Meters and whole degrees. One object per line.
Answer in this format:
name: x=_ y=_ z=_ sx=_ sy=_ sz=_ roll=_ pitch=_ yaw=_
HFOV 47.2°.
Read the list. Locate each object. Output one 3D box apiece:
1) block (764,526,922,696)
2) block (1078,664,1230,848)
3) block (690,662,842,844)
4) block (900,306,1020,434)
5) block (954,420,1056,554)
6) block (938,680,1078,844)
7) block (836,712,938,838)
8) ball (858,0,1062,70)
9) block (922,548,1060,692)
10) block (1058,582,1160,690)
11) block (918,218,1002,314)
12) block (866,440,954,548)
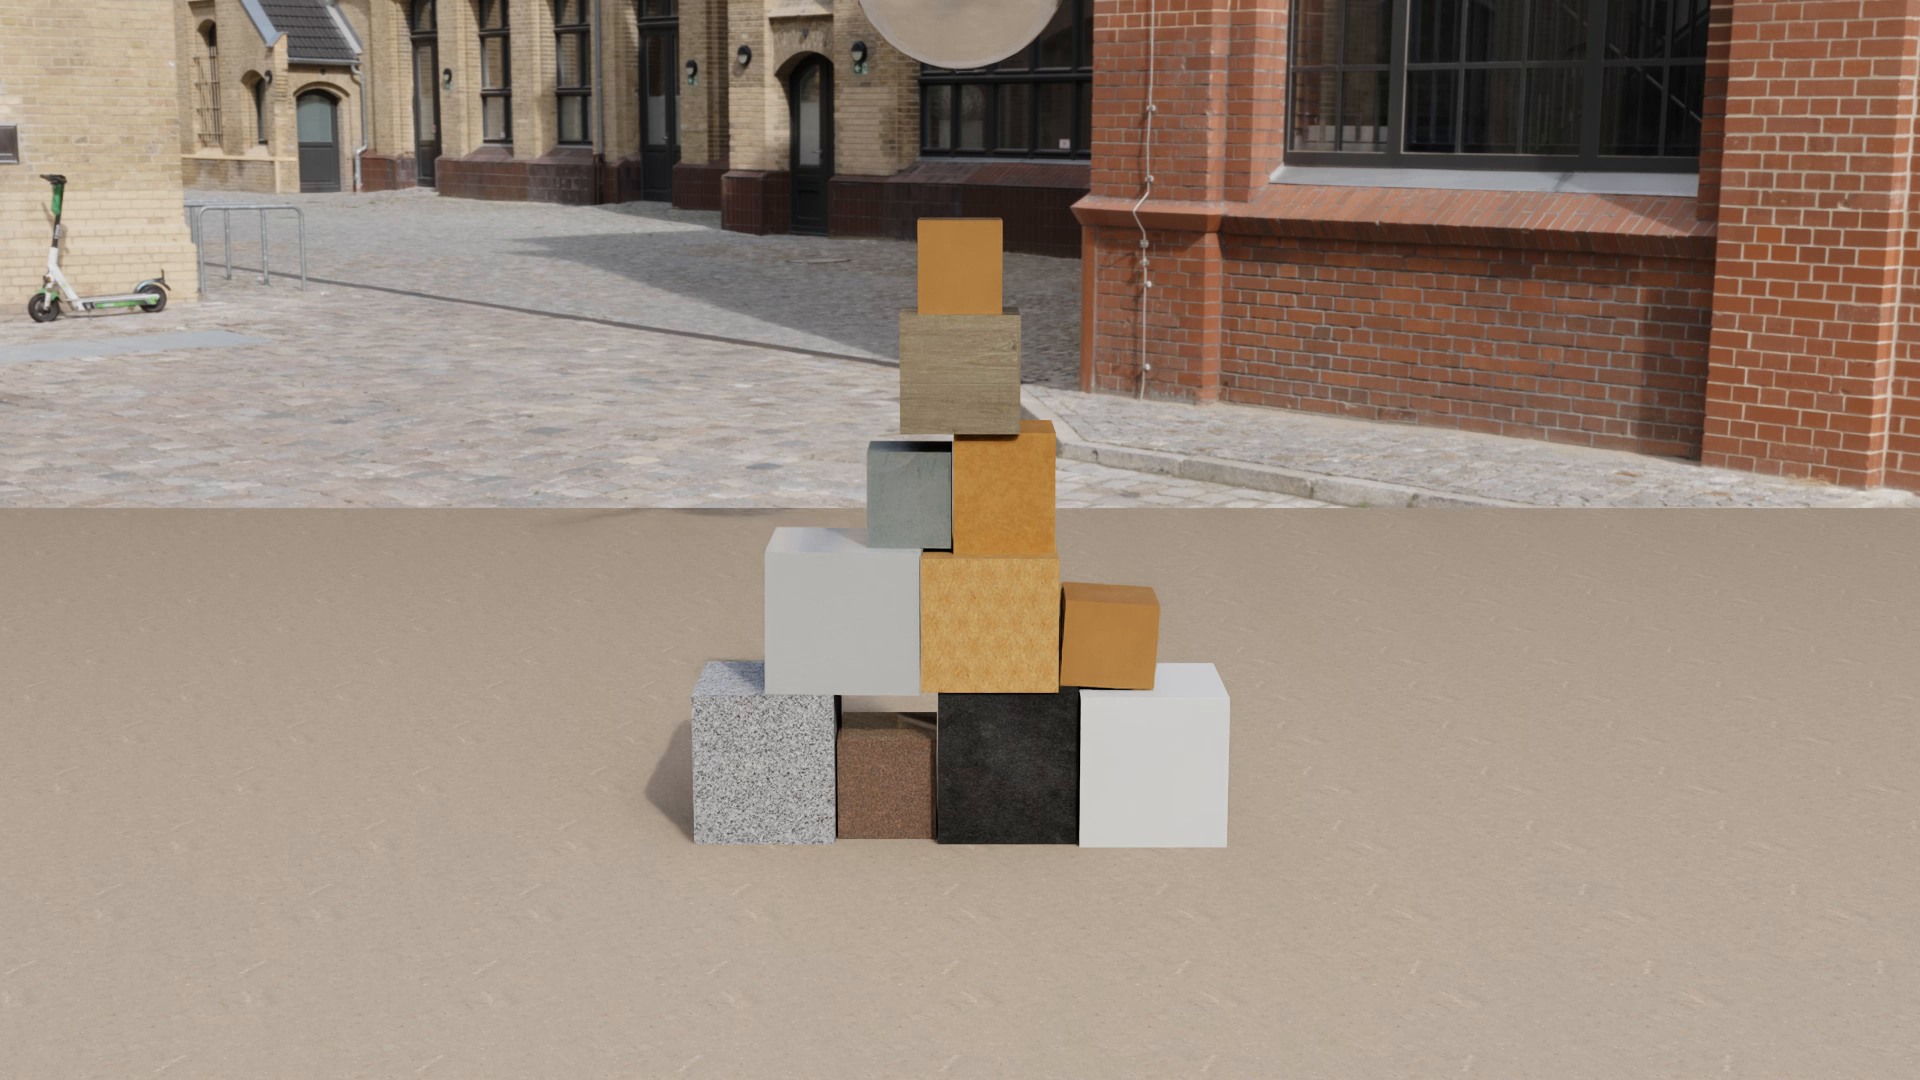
block: x=-0.582 y=0.355 z=11.259 sx=0.772 sy=0.721 sz=0.713 roll=1 pitch=10 yaw=0
block: x=0.972 y=1.099 z=11.362 sx=0.741 sy=0.772 sz=0.752 roll=0 pitch=10 yaw=0
block: x=-0.987 y=1.091 z=11.395 sx=0.711 sy=0.777 sz=0.723 roll=0 pitch=10 yaw=0
block: x=0.000 y=-0.856 z=11.012 sx=0.590 sy=0.583 sz=0.559 roll=0 pitch=10 yaw=0
block: x=0.220 y=-0.274 z=11.146 sx=0.505 sy=0.609 sz=0.518 roll=0 pitch=10 yaw=0
block: x=0.241 y=1.084 z=11.383 sx=0.702 sy=0.795 sz=0.706 roll=0 pitch=10 yaw=0
block: x=-0.371 y=1.216 z=11.415 sx=0.501 sy=0.523 sz=0.544 roll=0 pitch=10 yaw=0
ball: x=0.000 y=-4.169 z=15.662 sx=1.600 sy=1.600 sz=1.600 roll=0 pitch=10 yaw=0
block: x=0.150 y=0.360 z=11.253 sx=0.682 sy=0.676 sz=0.749 roll=0 pitch=10 yaw=0
block: x=0.753 y=0.488 z=11.266 sx=0.473 sy=0.438 sz=0.473 roll=3 pitch=10 yaw=-1
block: x=0.000 y=-1.365 z=10.912 sx=0.413 sy=0.454 sz=0.394 roll=0 pitch=10 yaw=0
block: x=-0.248 y=-0.234 z=11.147 sx=0.430 sy=0.483 sz=0.421 roll=0 pitch=10 yaw=0
